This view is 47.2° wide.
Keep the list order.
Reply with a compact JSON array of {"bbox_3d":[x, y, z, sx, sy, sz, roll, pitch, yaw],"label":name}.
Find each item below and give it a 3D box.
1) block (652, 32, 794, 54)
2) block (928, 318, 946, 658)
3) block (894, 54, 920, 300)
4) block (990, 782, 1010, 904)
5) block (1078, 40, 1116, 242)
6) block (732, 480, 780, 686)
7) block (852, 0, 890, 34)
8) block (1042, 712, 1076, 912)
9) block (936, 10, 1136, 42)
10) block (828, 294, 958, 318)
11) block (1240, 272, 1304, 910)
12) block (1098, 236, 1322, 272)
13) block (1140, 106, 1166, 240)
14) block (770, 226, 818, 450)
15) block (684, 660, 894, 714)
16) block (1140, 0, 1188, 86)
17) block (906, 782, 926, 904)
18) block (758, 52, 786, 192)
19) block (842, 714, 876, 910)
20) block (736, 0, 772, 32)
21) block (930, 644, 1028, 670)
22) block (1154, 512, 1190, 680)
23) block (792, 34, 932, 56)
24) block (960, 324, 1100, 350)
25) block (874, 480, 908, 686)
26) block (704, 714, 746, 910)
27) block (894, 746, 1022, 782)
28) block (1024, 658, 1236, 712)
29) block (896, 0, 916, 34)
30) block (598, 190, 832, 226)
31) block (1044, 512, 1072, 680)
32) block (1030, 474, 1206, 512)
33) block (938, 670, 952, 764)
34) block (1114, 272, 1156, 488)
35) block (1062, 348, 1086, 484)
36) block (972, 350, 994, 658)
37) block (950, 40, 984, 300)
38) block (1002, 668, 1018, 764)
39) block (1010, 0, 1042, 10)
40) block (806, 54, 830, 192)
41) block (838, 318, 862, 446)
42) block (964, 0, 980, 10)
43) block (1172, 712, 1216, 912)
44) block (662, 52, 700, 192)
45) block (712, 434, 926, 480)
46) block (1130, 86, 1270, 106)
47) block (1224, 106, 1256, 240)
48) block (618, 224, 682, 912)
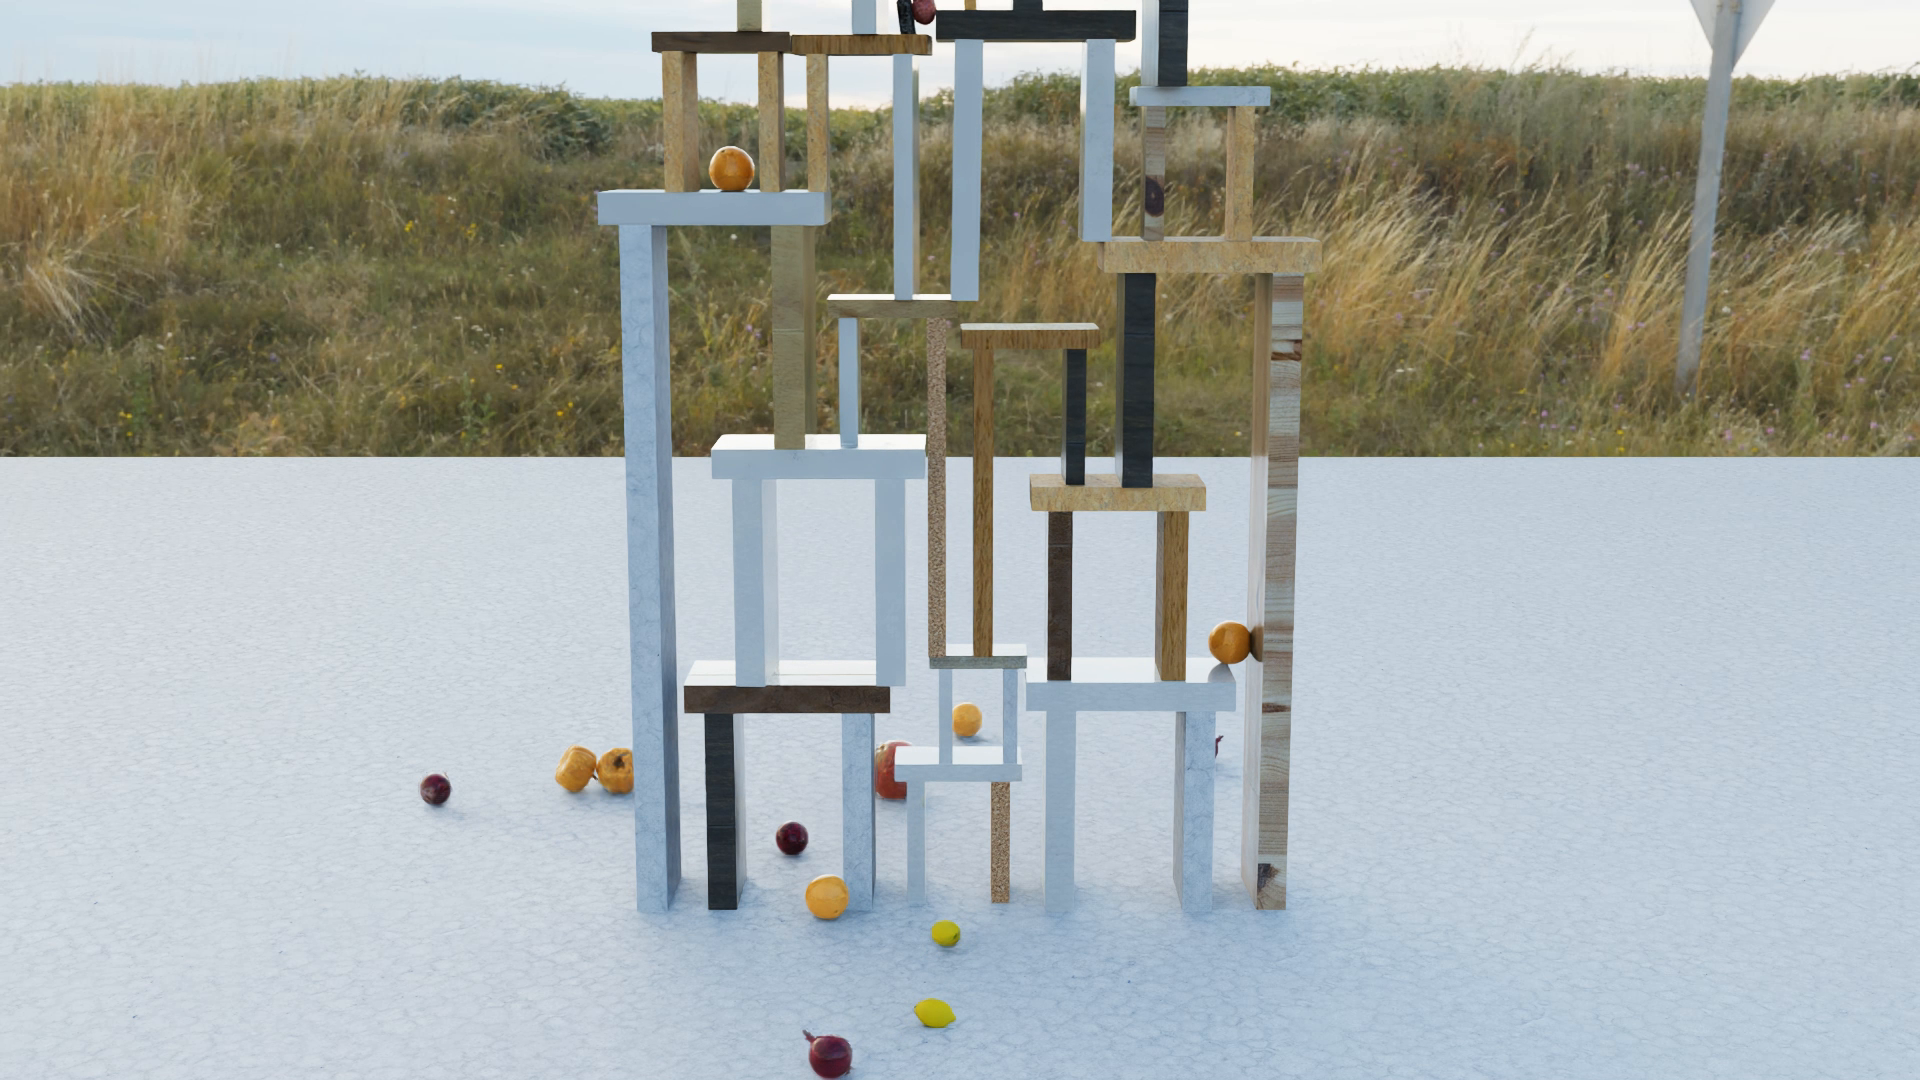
[{"bbox_3d":[-0.365,-0.772,3.414,0.212,0.030,0.106,0,11,1],"label":"block"},{"bbox_3d":[-0.037,-0.089,3.539,0.029,0.546,0.102,0,11,0],"label":"block"},{"bbox_3d":[-0.083,-0.567,3.436,0.030,0.374,0.104,1,11,5],"label":"block"},{"bbox_3d":[0.067,0.487,3.655,0.029,0.208,0.104,0,11,0],"label":"block"},{"bbox_3d":[0.213,-0.625,3.443,0.043,0.305,0.153,1,11,0],"label":"block"},{"bbox_3d":[-0.330,0.055,3.565,0.047,0.335,0.167,1,11,3],"label":"block"},{"bbox_3d":[-0.138,-0.917,3.386,0.038,0.273,0.135,1,11,6],"label":"block"},{"bbox_3d":[0.162,0.424,3.639,0.048,0.337,0.168,0,11,0],"label":"block"},{"bbox_3d":[0.115,-0.796,3.410,0.305,0.043,0.153,0,11,0],"label":"block"},{"bbox_3d":[-0.106,-0.371,3.485,0.203,0.029,0.102,0,11,0],"label":"block"},{"bbox_3d":[0.506,0.080,3.580,0.048,1.035,0.168,0,11,-2],"label":"block"},{"bbox_3d":[0.391,-0.452,3.480,0.337,0.048,0.168,0,11,0],"label":"block"},{"bbox_3d":[0.303,-0.577,3.458,0.029,0.206,0.103,0,11,0],"label":"block"},{"bbox_3d":[-0.263,-0.329,3.500,0.049,0.348,0.174,0,11,2],"label":"block"},{"bbox_3d":[-0.278,0.240,3.609,0.331,0.047,0.166,0,11,0],"label":"block"},{"bbox_3d":[0.317,-0.919,3.390,0.045,0.433,0.160,-1,11,-5],"label":"block"},{"bbox_3d":[-0.072,0.487,3.655,0.029,0.208,0.104,0,11,0],"label":"block"},{"bbox_3d":[-0.294,-0.652,3.434,0.030,0.212,0.106,0,11,1],"label":"block"},{"bbox_3d":[-0.167,0.426,3.644,0.047,0.331,0.166,0,11,0],"label":"block"},{"bbox_3d":[-0.319,-0.919,3.385,0.038,0.269,0.135,0,11,1],"label":"block"},{"bbox_3d":[0.029,0.190,3.592,0.158,0.022,0.079,0,11,0],"label":"block"},{"bbox_3d":[0.343,0.077,3.569,0.039,0.275,0.138,0,10,0],"label":"block"},{"bbox_3d":[-0.151,-0.769,3.419,0.209,0.030,0.104,1,11,4],"label":"block"},{"bbox_3d":[0.110,-0.324,3.498,0.216,0.031,0.108,0,11,-1],"label":"block"},{"bbox_3d":[-0.111,0.054,3.567,0.047,0.335,0.167,0,11,0],"label":"block"},{"bbox_3d":[-0.388,0.426,3.644,0.047,0.331,0.166,0,11,0],"label":"block"},{"bbox_3d":[-0.003,0.370,3.634,0.208,0.029,0.104,0,11,0],"label":"block"},{"bbox_3d":[0.274,0.236,3.603,0.337,0.048,0.168,0,11,0],"label":"block"},{"bbox_3d":[-0.091,-0.866,3.399,0.019,0.167,0.066,-7,10,5],"label":"block"},{"bbox_3d":[-0.382,-0.525,3.466,0.348,0.049,0.174,0,11,0],"label":"block"},{"bbox_3d":[0.159,0.078,3.569,0.039,0.275,0.138,0,11,0],"label":"block"},{"bbox_3d":[0.252,-0.077,3.541,0.275,0.039,0.138,0,11,0],"label":"block"},{"bbox_3d":[-0.023,0.279,3.609,0.022,0.158,0.079,0,11,0],"label":"block"},{"bbox_3d":[0.279,-0.263,3.515,0.048,0.337,0.168,0,11,0],"label":"block"},{"bbox_3d":[0.182,-0.204,3.524,0.031,0.216,0.108,0,11,-1],"label":"block"},{"bbox_3d":[0.037,-0.065,3.546,0.031,0.497,0.108,0,11,-1],"label":"block"},{"bbox_3d":[0.010,-0.580,3.449,0.043,0.396,0.153,1,11,0],"label":"block"},{"bbox_3d":[0.082,0.279,3.609,0.022,0.158,0.079,0,11,0],"label":"block"},{"bbox_3d":[0.103,-0.975,3.379,0.045,0.320,0.160,0,11,0],"label":"block"},{"bbox_3d":[-0.221,-0.651,3.436,0.030,0.209,0.104,0,11,-1],"label":"block"},{"bbox_3d":[-0.175,-0.258,3.512,0.029,0.203,0.102,0,11,0],"label":"block"},{"bbox_3d":[0.015,-0.884,3.399,0.019,0.132,0.066,-3,10,6],"label":"block"},{"bbox_3d":[0.387,0.424,3.639,0.048,0.337,0.168,0,11,0],"label":"block"},{"bbox_3d":[-0.433,-0.649,3.416,0.030,0.212,0.106,1,11,6],"label":"block"},{"bbox_3d":[-0.223,-0.134,3.535,0.335,0.047,0.167,0,11,0],"label":"block"},{"bbox_3d":[0.374,-0.693,3.437,0.206,0.029,0.103,0,11,-2],"label":"block"},{"bbox_3d":[0.440,-0.577,3.458,0.029,0.206,0.103,0,11,0],"label":"block"},{"bbox_3d":[-0.500,0.045,3.569,0.049,1.109,0.174,0,11,0],"label":"block"}]
